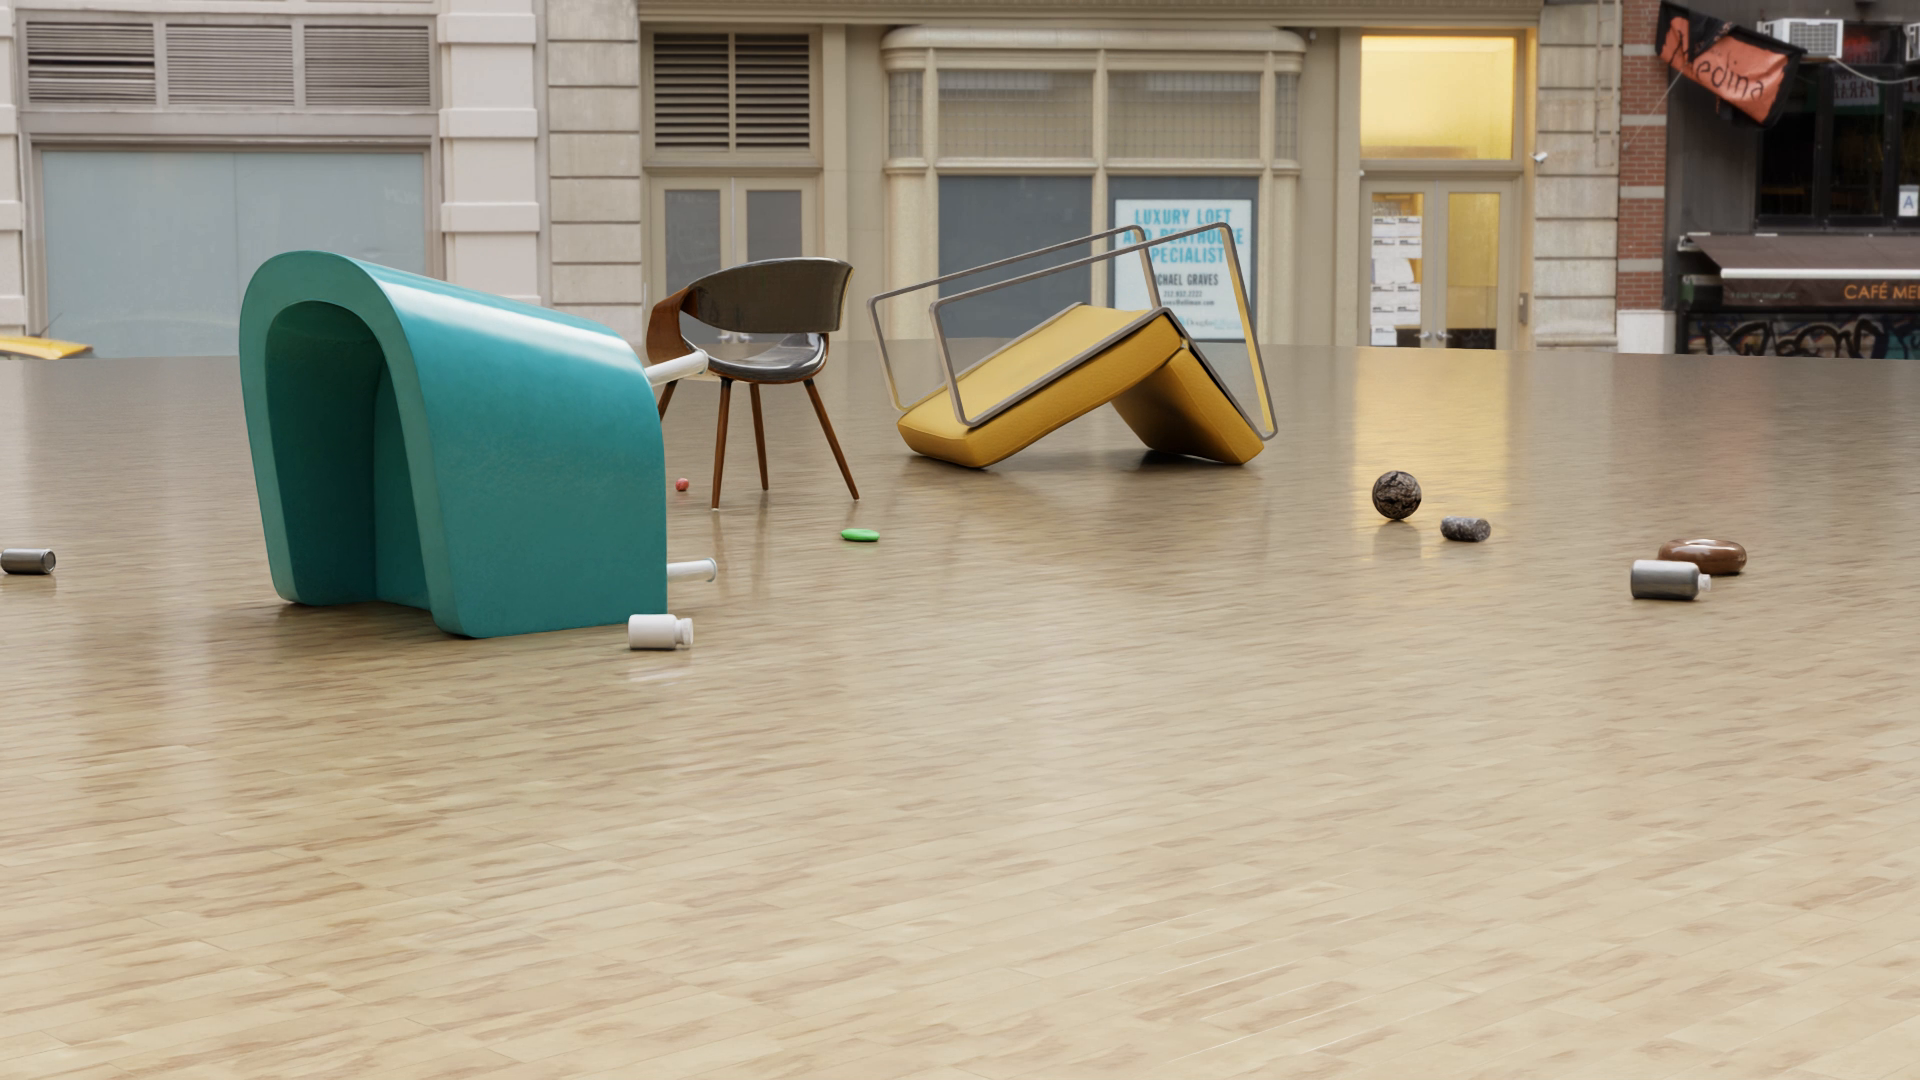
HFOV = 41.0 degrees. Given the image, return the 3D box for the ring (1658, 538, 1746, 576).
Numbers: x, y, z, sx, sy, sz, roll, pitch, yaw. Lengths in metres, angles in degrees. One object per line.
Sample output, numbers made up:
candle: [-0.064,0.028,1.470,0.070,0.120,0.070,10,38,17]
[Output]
ring: [1.654,0.038,5.719,0.187,0.068,0.223,6,7,39]

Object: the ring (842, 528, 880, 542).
ring: [-0.250,-0.012,6.421,0.085,0.023,0.142,-2,7,-27]

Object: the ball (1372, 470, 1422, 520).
ball: [1.182,-0.122,6.944,0.133,0.133,0.133,0,6,0]
